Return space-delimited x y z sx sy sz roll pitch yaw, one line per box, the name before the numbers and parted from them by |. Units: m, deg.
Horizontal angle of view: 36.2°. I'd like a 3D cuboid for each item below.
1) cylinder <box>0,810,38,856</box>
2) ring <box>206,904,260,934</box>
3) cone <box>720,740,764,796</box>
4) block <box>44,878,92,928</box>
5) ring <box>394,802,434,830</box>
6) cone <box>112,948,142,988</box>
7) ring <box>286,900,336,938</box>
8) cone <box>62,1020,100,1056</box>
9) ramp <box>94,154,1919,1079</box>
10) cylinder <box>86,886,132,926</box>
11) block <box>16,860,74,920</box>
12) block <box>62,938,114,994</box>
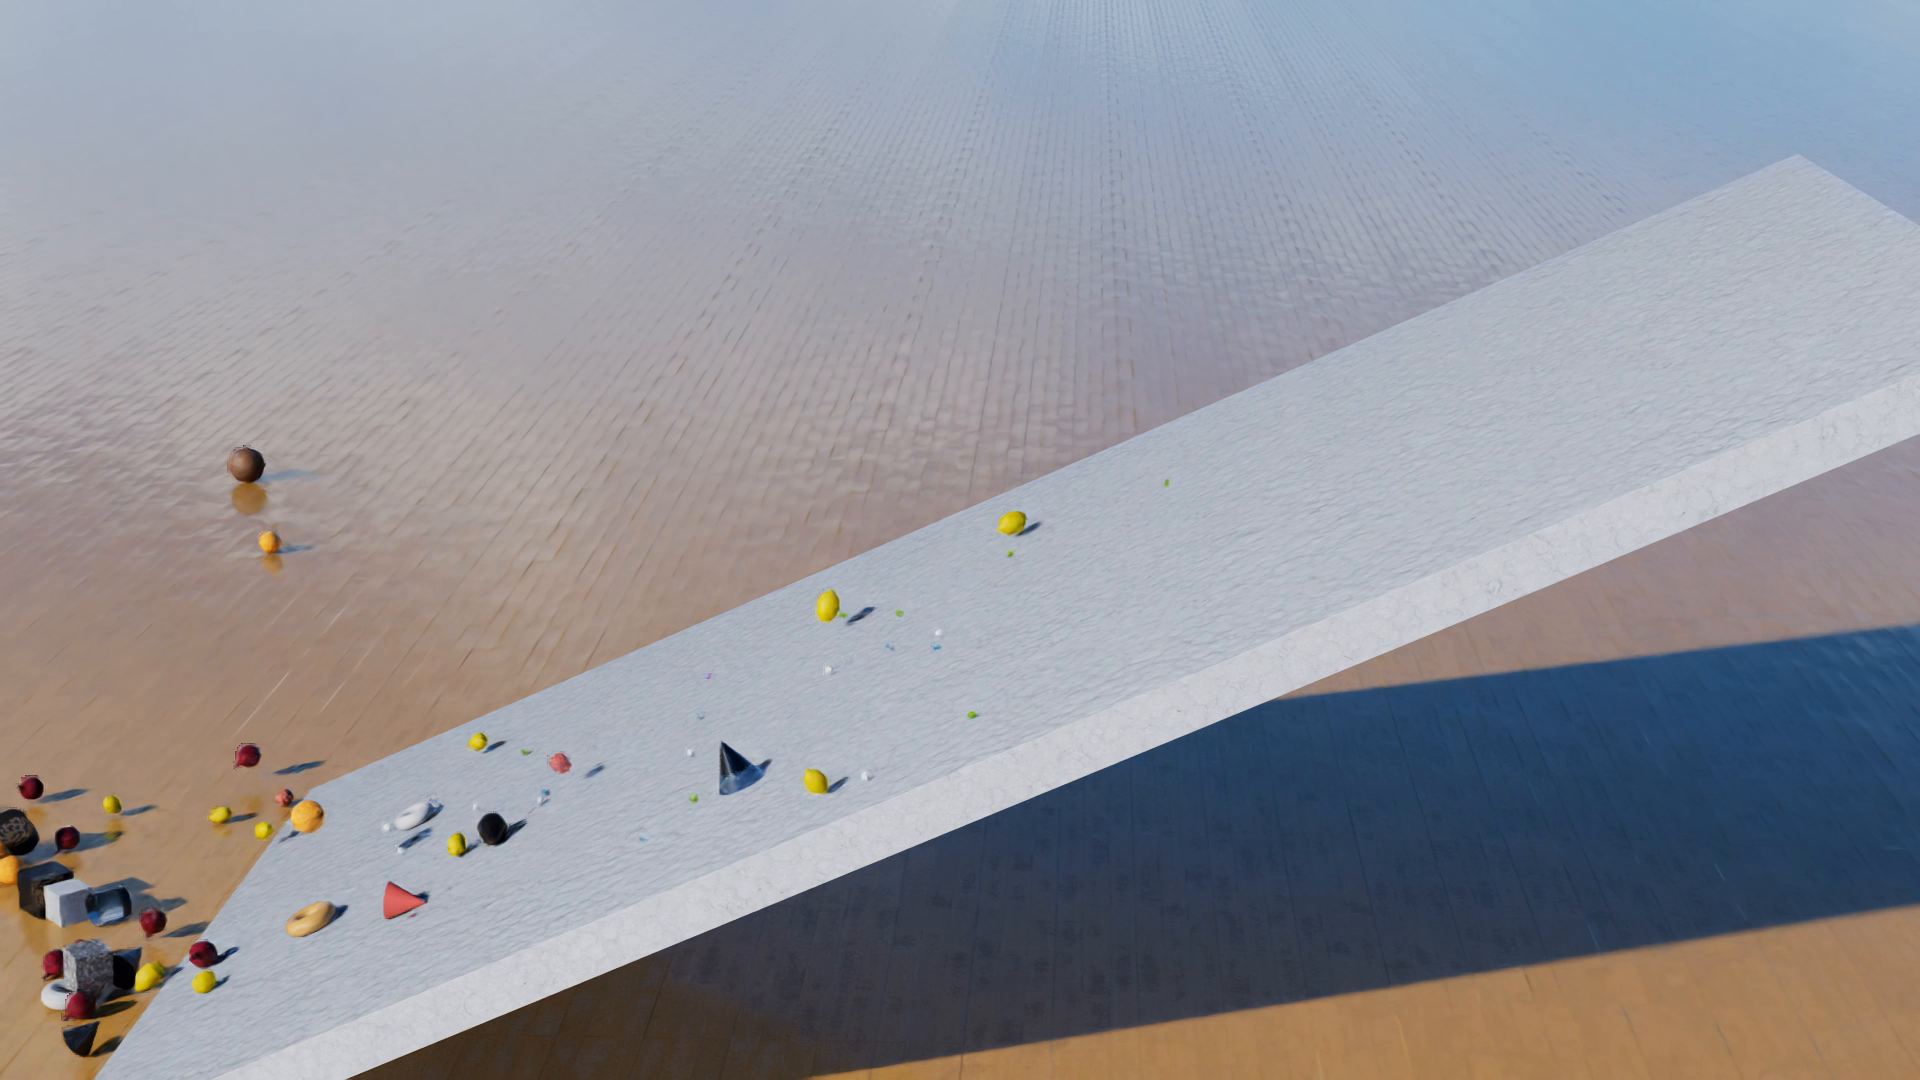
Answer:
cylinder | -2.344 0.727 7.300 0.090 0.090 0.090 0 -26 0
ring | -1.622 0.846 6.570 0.121 0.040 0.121 -7 14 2
cone | -0.455 0.440 5.848 0.099 0.099 0.099 -24 13 6
block | -2.102 0.855 6.933 0.080 0.080 0.080 -13 20 -40
ring | -1.247 0.631 6.718 0.097 0.032 0.097 -23 14 6
cone | -1.852 0.937 6.567 0.093 0.093 0.093 6 31 20
ring | -1.380 0.806 6.254 0.114 0.038 0.114 -23 14 6
cone | -1.839 1.038 6.206 0.074 0.074 0.074 -42 10 11
ramp | 0.133 0.170 6.284 4.000 0.100 2.000 -23 13 9
cylinder | -2.002 0.860 6.918 0.077 0.077 0.077 -13 20 -41
block | -2.170 0.832 6.988 0.096 0.096 0.096 -15 21 -43
block | -1.920 0.938 6.477 0.082 0.082 0.082 -9 19 -35
